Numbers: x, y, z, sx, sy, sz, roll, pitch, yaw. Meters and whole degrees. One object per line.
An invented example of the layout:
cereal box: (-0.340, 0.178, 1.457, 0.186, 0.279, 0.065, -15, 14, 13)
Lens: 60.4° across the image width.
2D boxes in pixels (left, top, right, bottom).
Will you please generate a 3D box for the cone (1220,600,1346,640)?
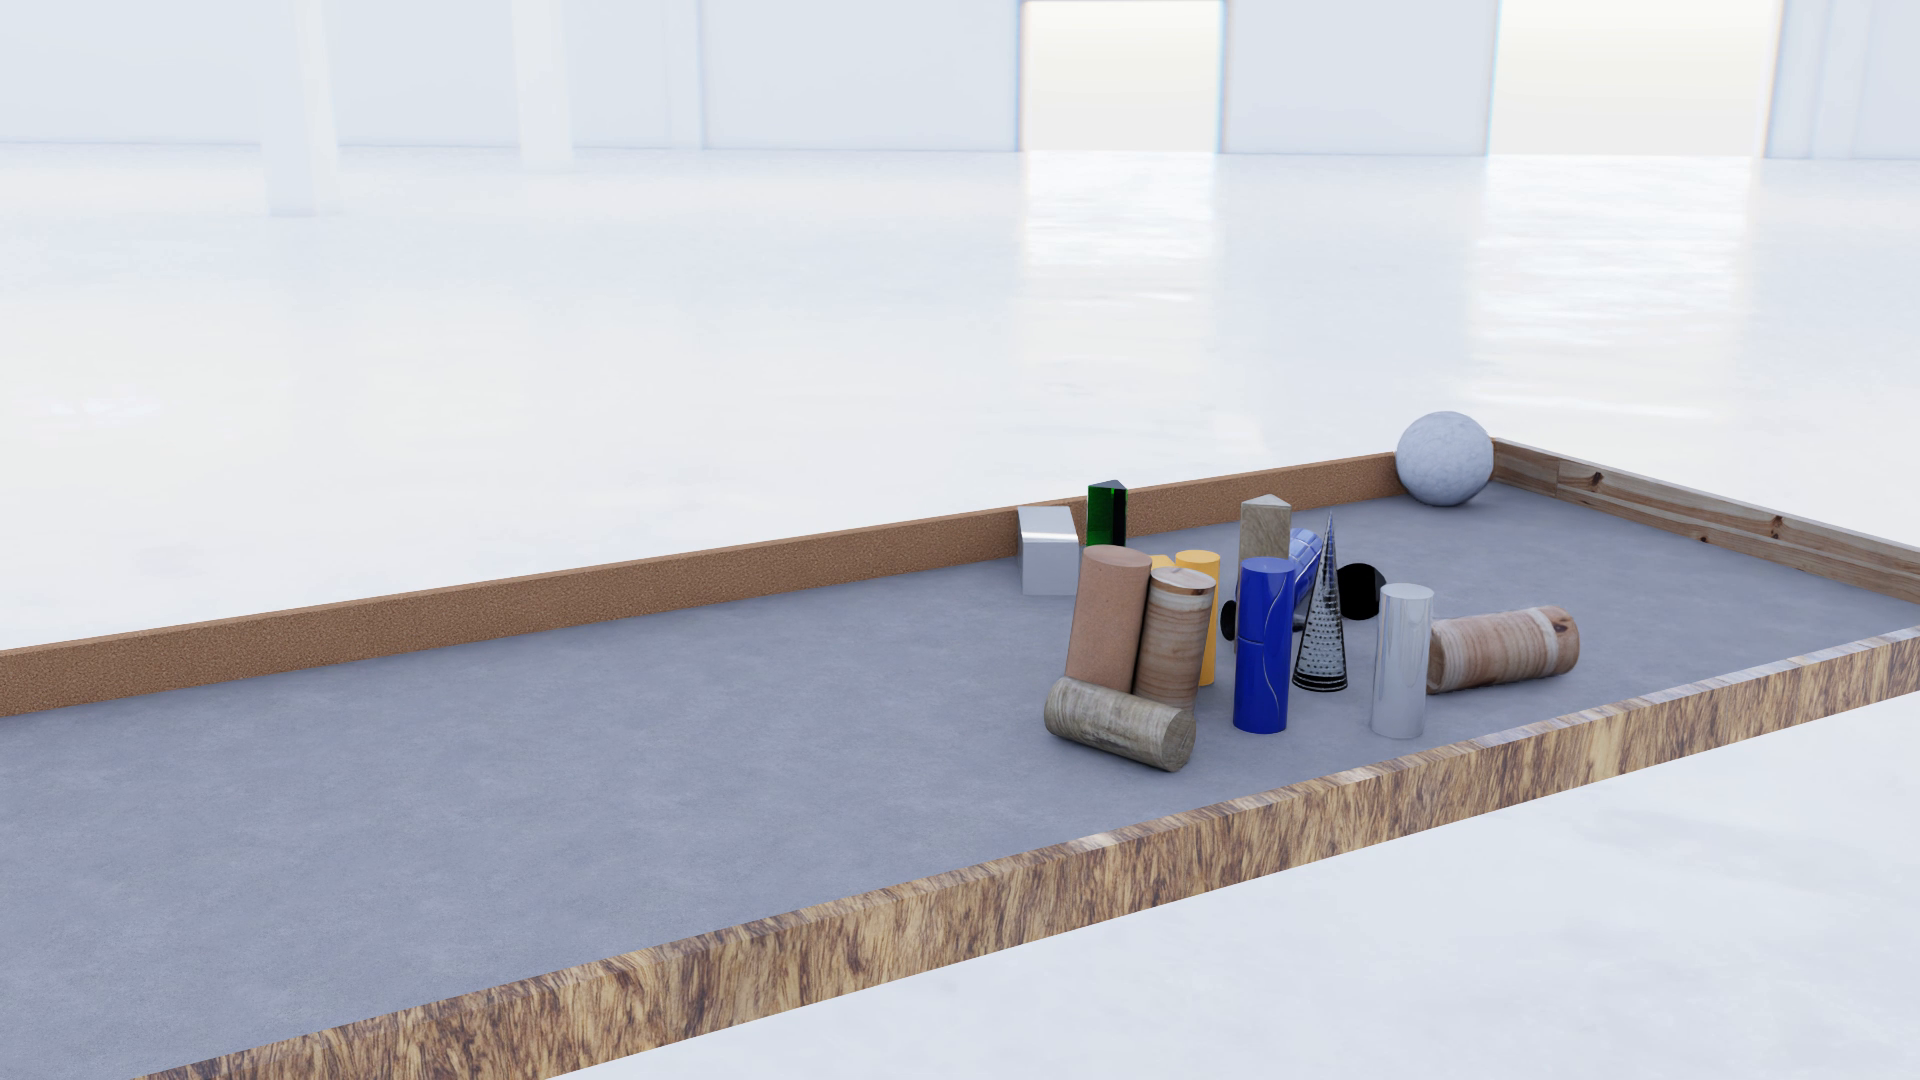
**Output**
cone: (0.895, 0.225, 4.491, 0.363, 0.111, 0.111, 3, 14, -21)

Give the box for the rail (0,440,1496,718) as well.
rail: (-3.305, 0.497, 3.399, 12.000, 0.150, 0.050, -9, 18, -27)

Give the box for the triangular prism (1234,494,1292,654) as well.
triangular prism: (0.796, 0.092, 4.315, 0.125, 0.411, 0.108, 4, 17, 15)

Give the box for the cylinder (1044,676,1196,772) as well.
cylinder: (0.358, 0.411, 3.710, 0.320, 0.139, 0.139, 13, 21, 38)

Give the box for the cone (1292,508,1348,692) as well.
cone: (0.903, 0.138, 4.076, 0.138, 0.456, 0.138, 0, 16, 0)

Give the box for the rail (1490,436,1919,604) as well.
rail: (2.466, -0.048, 5.253, 0.050, 0.150, 2.100, -9, 18, -27)

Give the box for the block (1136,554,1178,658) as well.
block: (0.446, 0.212, 4.098, 0.178, 0.303, 0.178, -3, 17, -10)

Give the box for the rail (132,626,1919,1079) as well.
rail: (-2.336, 1.006, 1.665, 12.000, 0.150, 0.050, -9, 18, -27)

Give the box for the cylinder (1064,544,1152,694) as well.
cylinder: (0.343, 0.221, 3.885, 0.163, 0.388, 0.163, 7, 17, -2)

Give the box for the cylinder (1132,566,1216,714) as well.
cylinder: (0.498, 0.249, 3.878, 0.153, 0.340, 0.153, 6, 17, -2)

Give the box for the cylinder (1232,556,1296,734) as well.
cylinder: (0.706, 0.245, 3.828, 0.126, 0.392, 0.126, 0, 16, 0)

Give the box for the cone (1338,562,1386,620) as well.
cone: (1.175, 0.125, 4.787, 0.161, 0.161, 0.431, 5, 7, 18)

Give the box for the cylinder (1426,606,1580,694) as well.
cylinder: (1.326, 0.271, 4.122, 0.402, 0.176, 0.176, -6, 17, -19)

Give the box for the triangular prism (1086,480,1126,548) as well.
triangular prism: (0.441, -0.014, 4.843, 0.116, 0.315, 0.101, 6, 17, 19)

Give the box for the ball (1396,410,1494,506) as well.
ball: (1.686, -0.284, 5.736, 0.330, 0.330, 0.330, 0, 16, 0)

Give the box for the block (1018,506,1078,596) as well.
block: (0.261, 0.028, 4.973, 0.161, 0.161, 0.395, 0, 16, 0)

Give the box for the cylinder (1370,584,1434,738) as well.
cylinder: (1.020, 0.278, 3.809, 0.119, 0.337, 0.119, 0, 16, 0)

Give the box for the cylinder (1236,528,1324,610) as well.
cylinder: (0.922, 0.101, 4.707, 0.172, 0.172, 0.409, 7, 18, 23)

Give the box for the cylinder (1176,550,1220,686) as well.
cylinder: (0.588, 0.195, 4.120, 0.109, 0.322, 0.109, 0, 16, 0)
